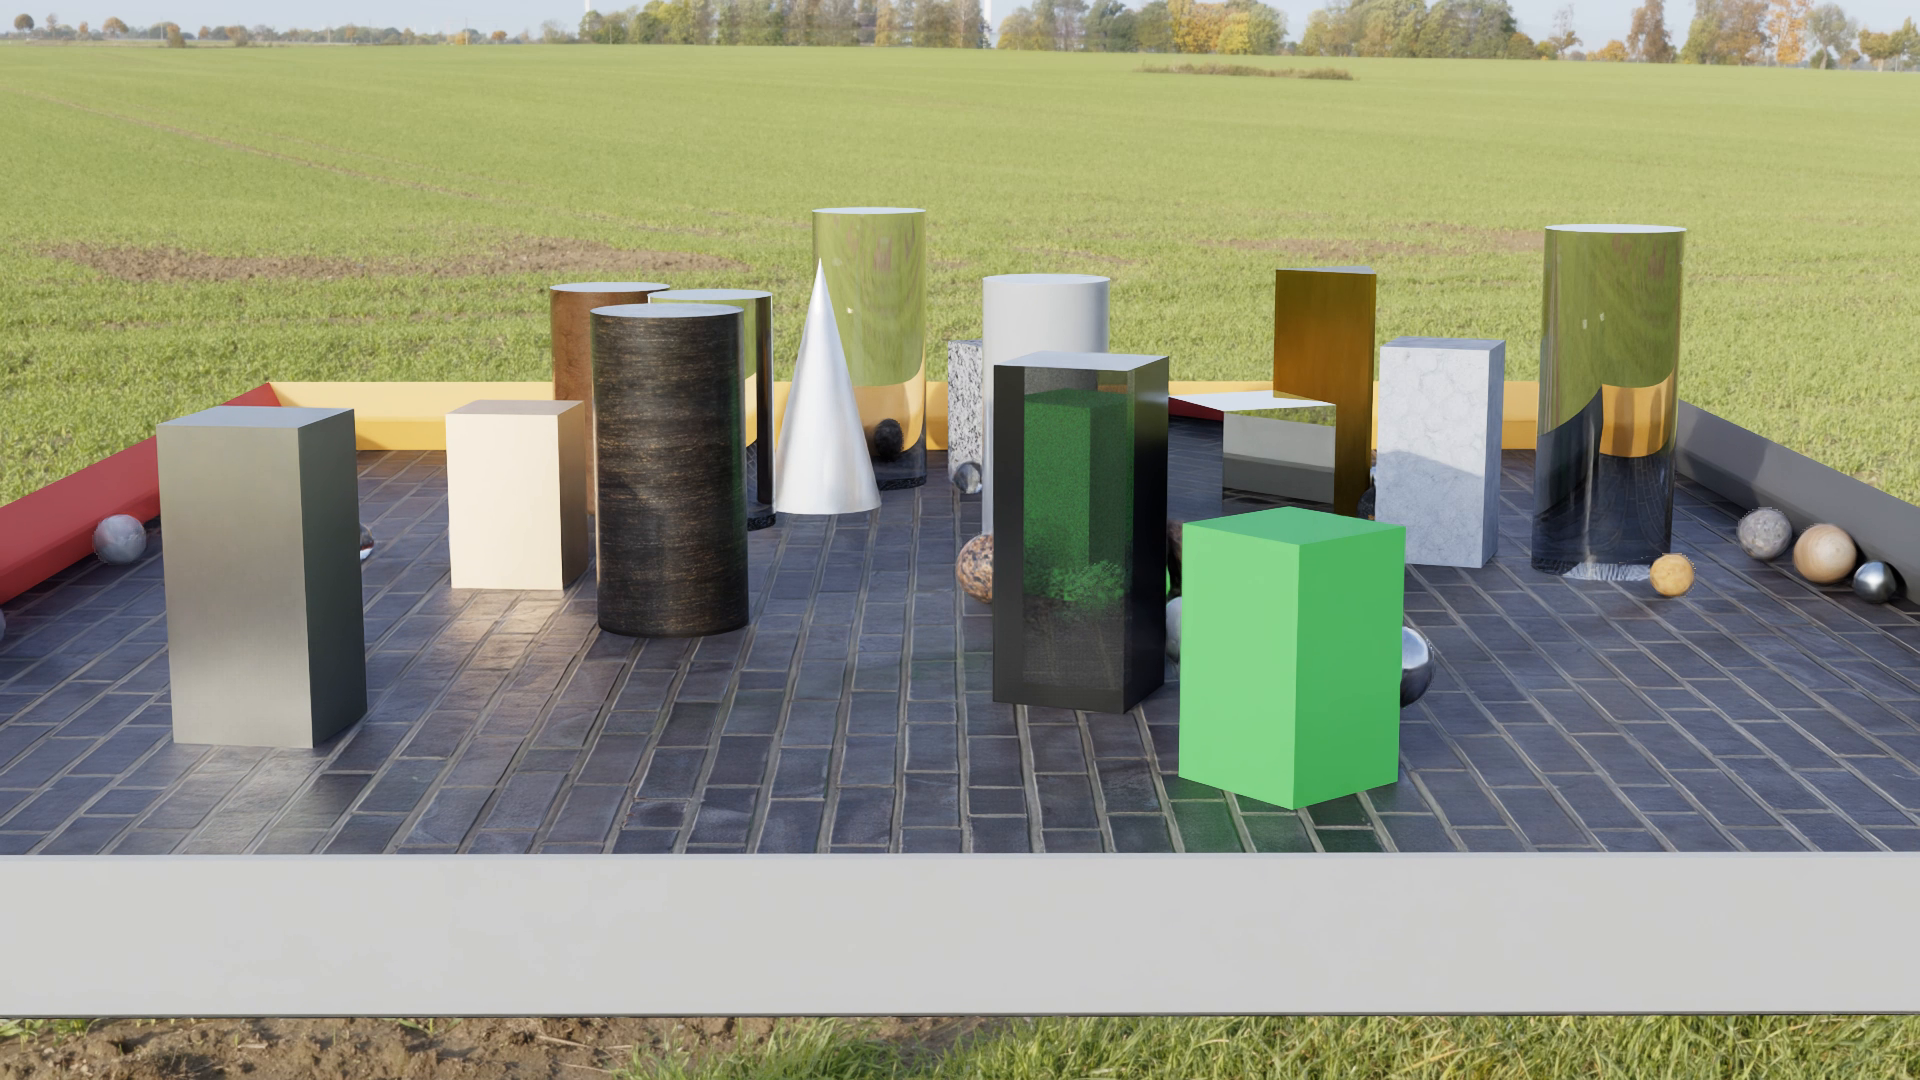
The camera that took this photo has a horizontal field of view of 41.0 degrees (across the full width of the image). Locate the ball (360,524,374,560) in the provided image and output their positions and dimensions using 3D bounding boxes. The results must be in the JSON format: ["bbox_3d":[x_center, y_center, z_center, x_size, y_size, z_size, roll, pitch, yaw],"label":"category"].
[{"bbox_3d":[-0.902,0.003,3.812,0.059,0.059,0.059,0,10,0],"label":"ball"}]

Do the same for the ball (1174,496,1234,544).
[{"bbox_3d":[0.368,-0.021,3.847,0.092,0.092,0.092,0,10,0],"label":"ball"}]

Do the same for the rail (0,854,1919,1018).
[{"bbox_3d":[0.008,0.301,2.001,2.628,0.129,0.045,0,10,0],"label":"rail"}]

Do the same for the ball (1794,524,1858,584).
[{"bbox_3d":[1.228,0.021,3.641,0.086,0.086,0.086,0,10,0],"label":"ball"}]

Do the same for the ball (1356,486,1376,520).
[{"bbox_3d":[0.660,-0.045,4.000,0.084,0.084,0.084,0,10,0],"label":"ball"}]

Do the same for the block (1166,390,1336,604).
[{"bbox_3d":[0.370,-0.027,3.296,0.159,0.306,0.159,-4,11,-22],"label":"block"}]

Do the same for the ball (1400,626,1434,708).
[{"bbox_3d":[0.493,0.145,2.939,0.098,0.098,0.098,0,10,0],"label":"ball"}]

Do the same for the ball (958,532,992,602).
[{"bbox_3d":[0.044,0.038,3.519,0.097,0.097,0.097,0,10,0],"label":"ball"}]

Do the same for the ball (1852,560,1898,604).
[{"bbox_3d":[1.254,0.058,3.514,0.059,0.059,0.059,0,10,0],"label":"ball"}]

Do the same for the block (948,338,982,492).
[{"bbox_3d":[0.086,-0.221,4.500,0.159,0.250,0.159,-5,12,-27],"label":"block"}]

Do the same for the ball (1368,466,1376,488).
[{"bbox_3d":[0.701,-0.096,4.347,0.059,0.059,0.059,0,10,0],"label":"ball"}]

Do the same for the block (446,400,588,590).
[{"bbox_3d":[-0.631,-0.067,3.672,0.159,0.247,0.159,1,11,5],"label":"block"}]

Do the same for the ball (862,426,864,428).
[{"bbox_3d":[-0.220,-0.199,4.846,0.080,0.080,0.080,0,10,0],"label":"ball"}]

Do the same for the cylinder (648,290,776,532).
[{"bbox_3d":[-0.396,-0.209,4.105,0.199,0.368,0.199,0,10,0],"label":"cylinder"}]

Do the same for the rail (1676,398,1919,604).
[{"bbox_3d":[1.290,0.032,3.456,0.045,0.129,2.993,0,10,0],"label":"rail"}]

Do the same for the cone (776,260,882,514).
[{"bbox_3d":[-0.231,-0.264,4.278,0.199,0.413,0.199,0,10,0],"label":"cone"}]

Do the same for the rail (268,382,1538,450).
[{"bbox_3d":[-0.008,-0.235,4.897,2.628,0.129,0.045,0,10,0],"label":"rail"}]

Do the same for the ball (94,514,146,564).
[{"bbox_3d":[-1.241,-0.002,3.793,0.075,0.075,0.075,0,10,0],"label":"ball"}]

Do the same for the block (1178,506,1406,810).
[{"bbox_3d":[0.339,0.116,2.629,0.159,0.267,0.159,-9,14,-40],"label":"block"}]

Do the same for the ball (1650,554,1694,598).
[{"bbox_3d":[0.987,0.049,3.559,0.060,0.060,0.060,0,10,0],"label":"ball"}]

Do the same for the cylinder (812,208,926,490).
[{"bbox_3d":[-0.158,-0.338,4.501,0.199,0.478,0.199,0,10,0],"label":"cylinder"}]

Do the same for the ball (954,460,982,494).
[{"bbox_3d":[0.018,-0.108,4.415,0.057,0.057,0.057,0,10,0],"label":"ball"}]

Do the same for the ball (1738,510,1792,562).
[{"bbox_3d":[1.197,-0.007,3.816,0.077,0.077,0.077,0,10,0],"label":"ball"}]

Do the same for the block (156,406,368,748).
[{"bbox_3d":[-0.766,0.037,2.829,0.159,0.349,0.159,2,11,8],"label":"block"}]

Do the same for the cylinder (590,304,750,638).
[{"bbox_3d":[-0.379,-0.095,3.362,0.199,0.414,0.199,0,10,0],"label":"cylinder"}]

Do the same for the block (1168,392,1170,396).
[{"bbox_3d":[0.186,-0.075,3.656,0.159,0.269,0.159,8,13,38],"label":"block"}]

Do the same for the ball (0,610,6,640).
[{"bbox_3d":[-1.232,0.106,3.193,0.081,0.081,0.081,0,10,0],"label":"ball"}]

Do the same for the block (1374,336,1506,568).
[{"bbox_3d":[0.718,-0.135,3.837,0.159,0.320,0.159,4,11,20],"label":"block"}]

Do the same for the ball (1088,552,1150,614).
[{"bbox_3d":[0.212,0.058,3.448,0.083,0.083,0.083,0,10,0],"label":"ball"}]

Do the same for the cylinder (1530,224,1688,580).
[{"bbox_3d":[0.940,-0.203,3.725,0.199,0.496,0.199,0,10,0],"label":"cylinder"}]

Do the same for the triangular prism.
[{"bbox_3d":[0.613,-0.231,4.114,0.172,0.408,0.149,7,13,34],"label":"triangular prism"}]

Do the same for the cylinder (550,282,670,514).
[{"bbox_3d":[-0.579,-0.239,4.278,0.199,0.365,0.199,0,10,0],"label":"cylinder"}]

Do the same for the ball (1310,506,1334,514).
[{"bbox_3d":[0.555,-0.023,3.961,0.056,0.056,0.056,0,10,0],"label":"ball"}]

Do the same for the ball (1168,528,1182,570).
[{"bbox_3d":[0.326,0.014,3.744,0.061,0.061,0.061,0,10,0],"label":"ball"}]

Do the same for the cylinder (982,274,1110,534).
[{"bbox_3d":[0.134,-0.209,4.022,0.199,0.400,0.199,0,10,0],"label":"cylinder"}]

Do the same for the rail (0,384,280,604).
[{"bbox_3d":[-1.290,0.035,3.441,0.045,0.129,2.993,0,10,0],"label":"rail"}]

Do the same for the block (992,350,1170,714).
[{"bbox_3d":[0.141,-0.013,2.983,0.159,0.392,0.159,4,11,21],"label":"block"}]

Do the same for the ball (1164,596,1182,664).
[{"bbox_3d":[0.284,0.110,3.150,0.088,0.088,0.088,0,10,0],"label":"ball"}]
